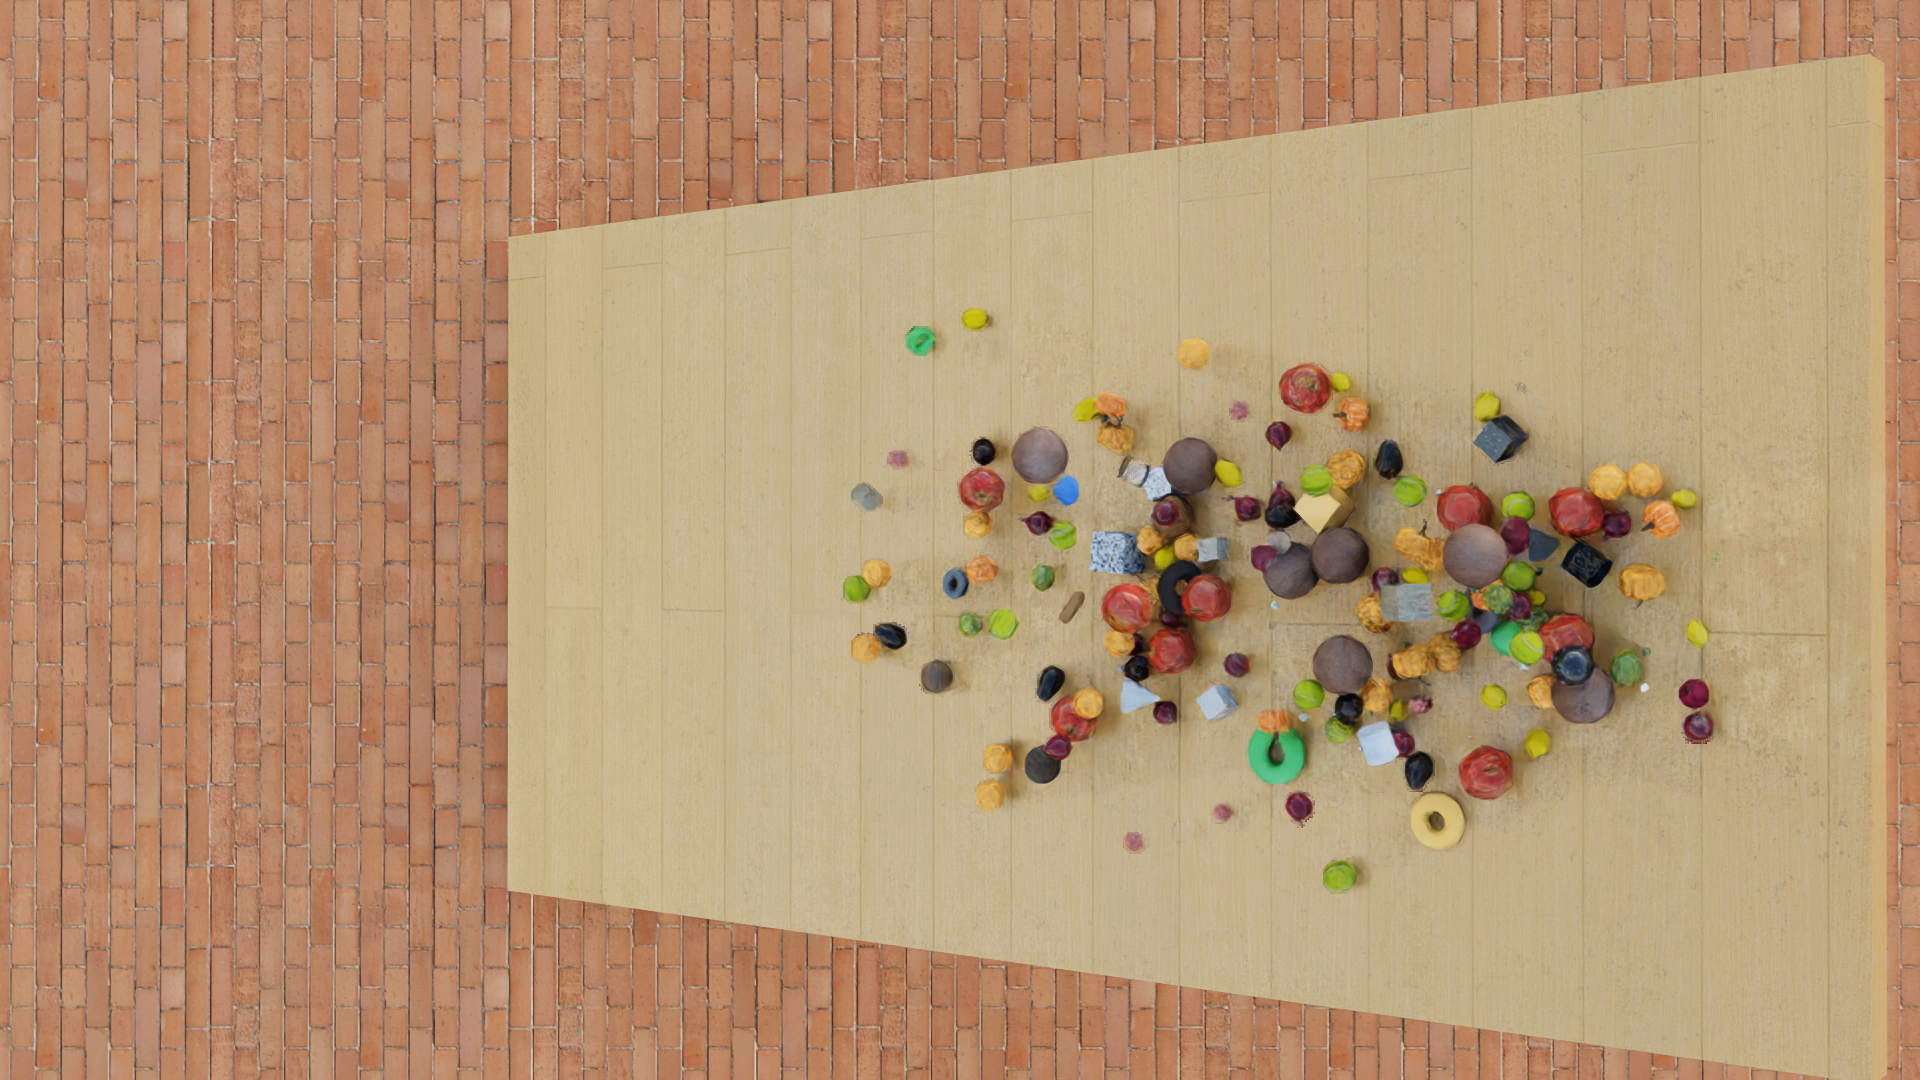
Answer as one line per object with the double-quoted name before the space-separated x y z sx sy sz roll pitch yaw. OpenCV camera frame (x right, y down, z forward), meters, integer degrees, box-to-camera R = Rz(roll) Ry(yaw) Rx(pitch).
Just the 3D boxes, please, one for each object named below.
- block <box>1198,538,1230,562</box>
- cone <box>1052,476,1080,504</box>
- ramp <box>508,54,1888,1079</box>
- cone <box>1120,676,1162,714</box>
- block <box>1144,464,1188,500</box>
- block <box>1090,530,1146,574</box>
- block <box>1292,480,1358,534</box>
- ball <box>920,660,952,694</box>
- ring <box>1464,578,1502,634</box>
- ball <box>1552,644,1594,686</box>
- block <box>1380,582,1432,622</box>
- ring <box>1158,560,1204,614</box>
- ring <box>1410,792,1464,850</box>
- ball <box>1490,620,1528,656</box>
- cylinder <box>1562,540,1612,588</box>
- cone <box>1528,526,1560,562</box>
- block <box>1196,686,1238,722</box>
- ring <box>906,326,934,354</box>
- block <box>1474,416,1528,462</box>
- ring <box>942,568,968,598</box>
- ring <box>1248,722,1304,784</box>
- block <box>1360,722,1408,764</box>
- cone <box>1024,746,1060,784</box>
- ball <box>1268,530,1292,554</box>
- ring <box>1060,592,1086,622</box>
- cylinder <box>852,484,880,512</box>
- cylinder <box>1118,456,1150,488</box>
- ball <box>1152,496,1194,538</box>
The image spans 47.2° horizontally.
"block" 0.594 0.022 5.155 0.052 0.052 0.052 -8 85 38
"cone" 0.245 -0.123 5.413 0.071 0.071 0.071 -1 87 35
"ramp" 0.224 0.064 5.540 4.000 0.100 2.000 0 90 38
"cone" 0.434 0.371 5.183 0.089 0.089 0.089 5 90 18
"block" 0.487 -0.136 5.229 0.069 0.069 0.069 -19 78 36
"block" 0.381 0.030 5.294 0.094 0.094 0.094 8 94 38
"block" 0.823 -0.074 4.955 0.085 0.085 0.085 47 117 28
"ball" -0.061 0.351 5.644 0.084 0.084 0.084 0 90 0
"ring" 1.122 0.142 4.722 0.040 0.120 0.120 2 90 -19
"ball" 1.246 0.255 4.473 0.084 0.084 0.084 0 90 0
"block" 0.938 0.131 4.622 0.076 0.076 0.076 -3 89 -16
"ring" 0.519 0.111 5.167 0.125 0.042 0.125 -6 102 -30
"ring" 1.043 0.615 4.807 0.126 0.042 0.126 1 92 39
"ball" 1.171 0.209 4.683 0.078 0.078 0.078 0 90 0
"cylinder" 1.307 0.051 4.584 0.072 0.072 0.072 -48 60 0
"cone" 1.224 -0.004 4.673 0.071 0.071 0.071 -24 50 0
"block" 0.602 0.381 5.141 0.059 0.059 0.059 -42 65 30
"ring" -0.103 -0.516 5.684 0.077 0.077 0.026 -38 46 0
"block" 1.152 -0.216 4.684 0.066 0.066 0.066 48 130 24
"ring" -0.013 0.112 5.645 0.078 0.026 0.078 0 90 39
"ring" 0.726 0.489 5.051 0.144 0.048 0.144 -2 88 38
"block" 0.937 0.449 4.871 0.063 0.063 0.063 36 116 31
"cone" 0.211 0.553 5.358 0.093 0.093 0.093 0 90 -11
"ball" 0.715 0.003 4.929 0.054 0.054 0.054 0 90 0
"ring" 0.271 0.162 5.306 0.030 0.089 0.089 35 90 5
"cylinder" -0.247 -0.112 5.788 0.052 0.052 0.052 -43 123 0
"cylinder" 0.411 -0.160 5.193 0.057 0.057 0.057 24 90 -11
"ball" 0.503 -0.056 5.196 0.100 0.100 0.100 0 90 0
